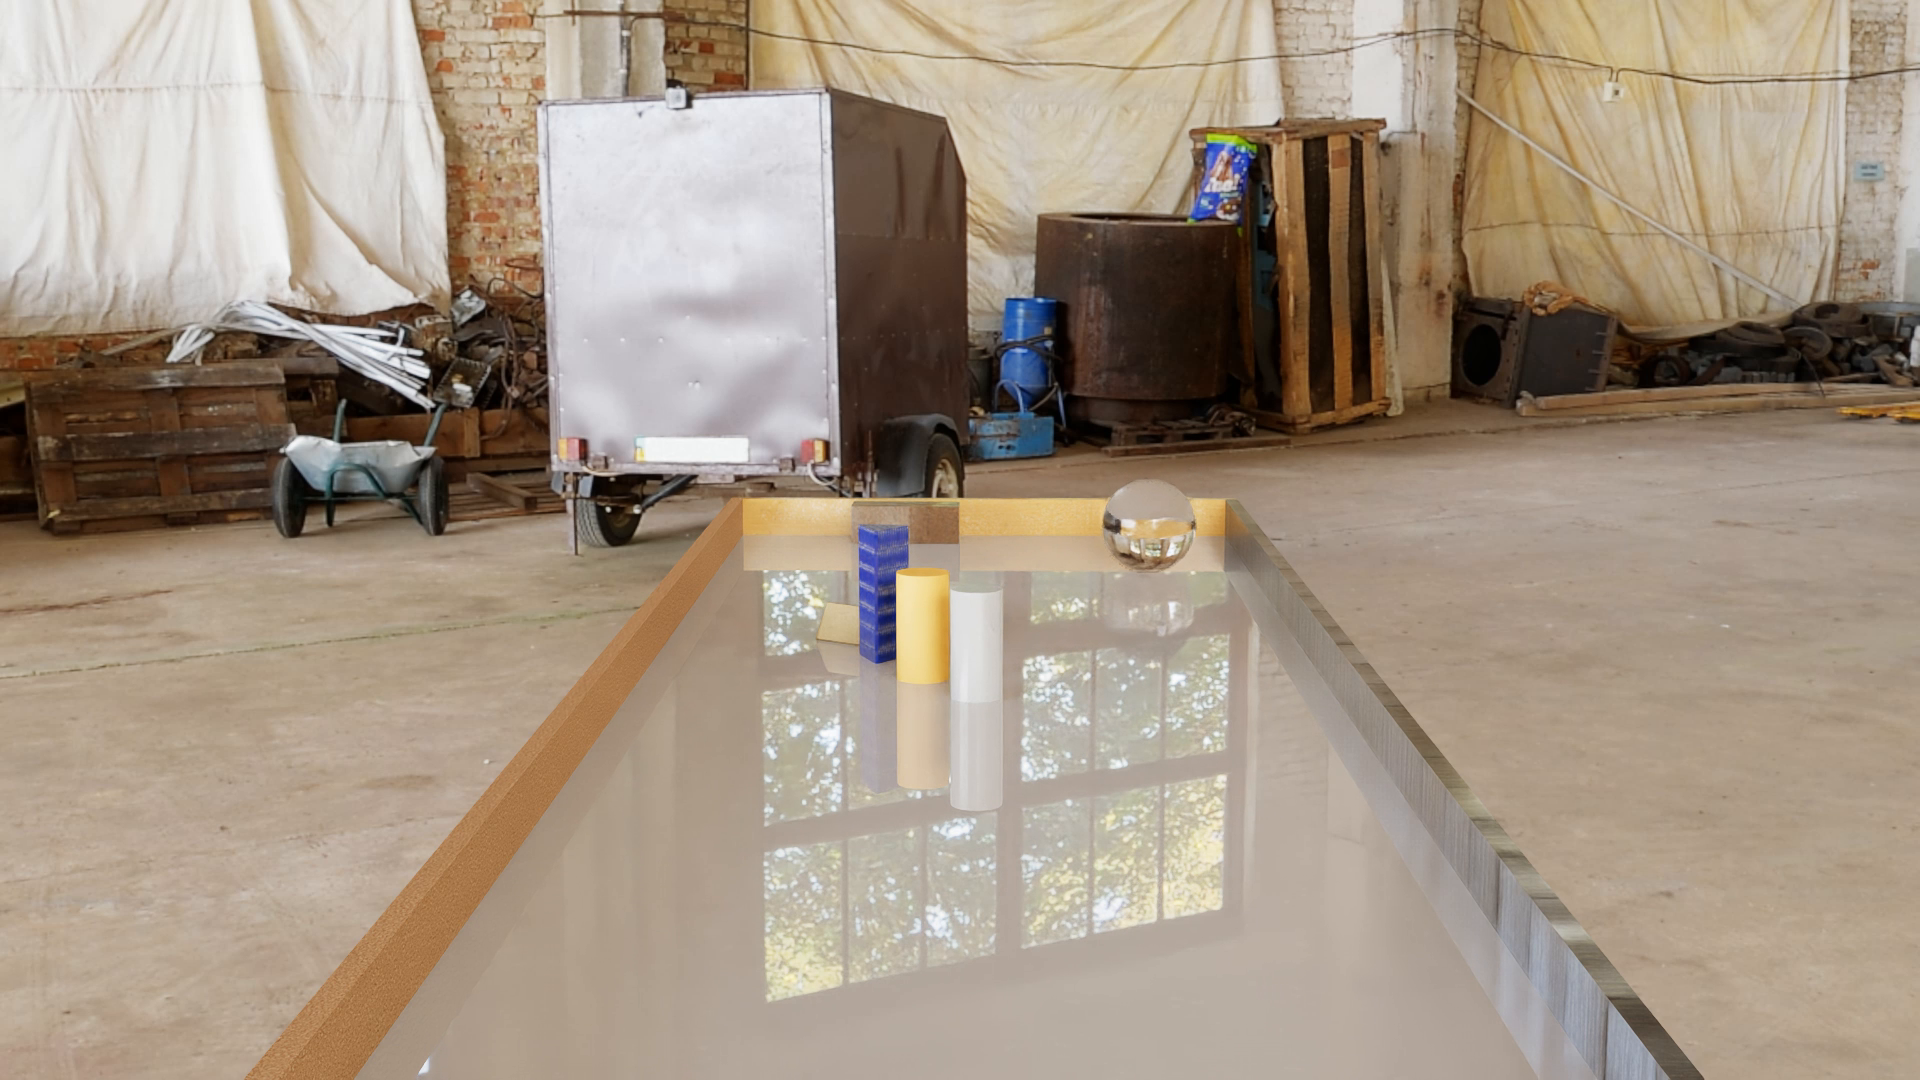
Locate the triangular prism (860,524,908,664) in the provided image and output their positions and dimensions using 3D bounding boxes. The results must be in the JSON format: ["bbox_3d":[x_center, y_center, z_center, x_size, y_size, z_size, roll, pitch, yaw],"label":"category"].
[{"bbox_3d":[-0.256,0.158,6.715,0.131,0.406,0.152,7,11,38],"label":"triangular prism"}]

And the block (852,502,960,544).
[{"bbox_3d":[-0.221,-0.071,8.970,0.436,0.153,0.153,0,9,2],"label":"block"}]

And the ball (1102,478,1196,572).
[{"bbox_3d":[0.708,-0.055,8.234,0.352,0.352,0.352,0,9,0],"label":"ball"}]

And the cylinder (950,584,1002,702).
[{"bbox_3d":[0.047,0.290,6.188,0.148,0.311,0.148,0,9,0],"label":"cylinder"}]

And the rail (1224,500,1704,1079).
[{"bbox_3d":[1.046,0.843,3.208,0.050,0.150,12.000,0,9,1],"label":"rail"}]

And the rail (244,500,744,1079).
[{"bbox_3d":[-1.004,0.839,3.234,0.050,0.150,12.000,0,9,1],"label":"rail"}]

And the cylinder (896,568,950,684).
[{"bbox_3d":[-0.108,0.249,6.429,0.155,0.316,0.155,0,9,0],"label":"cylinder"}]

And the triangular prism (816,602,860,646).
[{"bbox_3d":[-0.296,0.266,6.957,0.306,0.111,0.128,6,11,33],"label":"triangular prism"}]

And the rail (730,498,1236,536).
[{"bbox_3d":[0.099,-0.098,9.147,2.100,0.150,0.050,0,9,1],"label":"rail"}]
